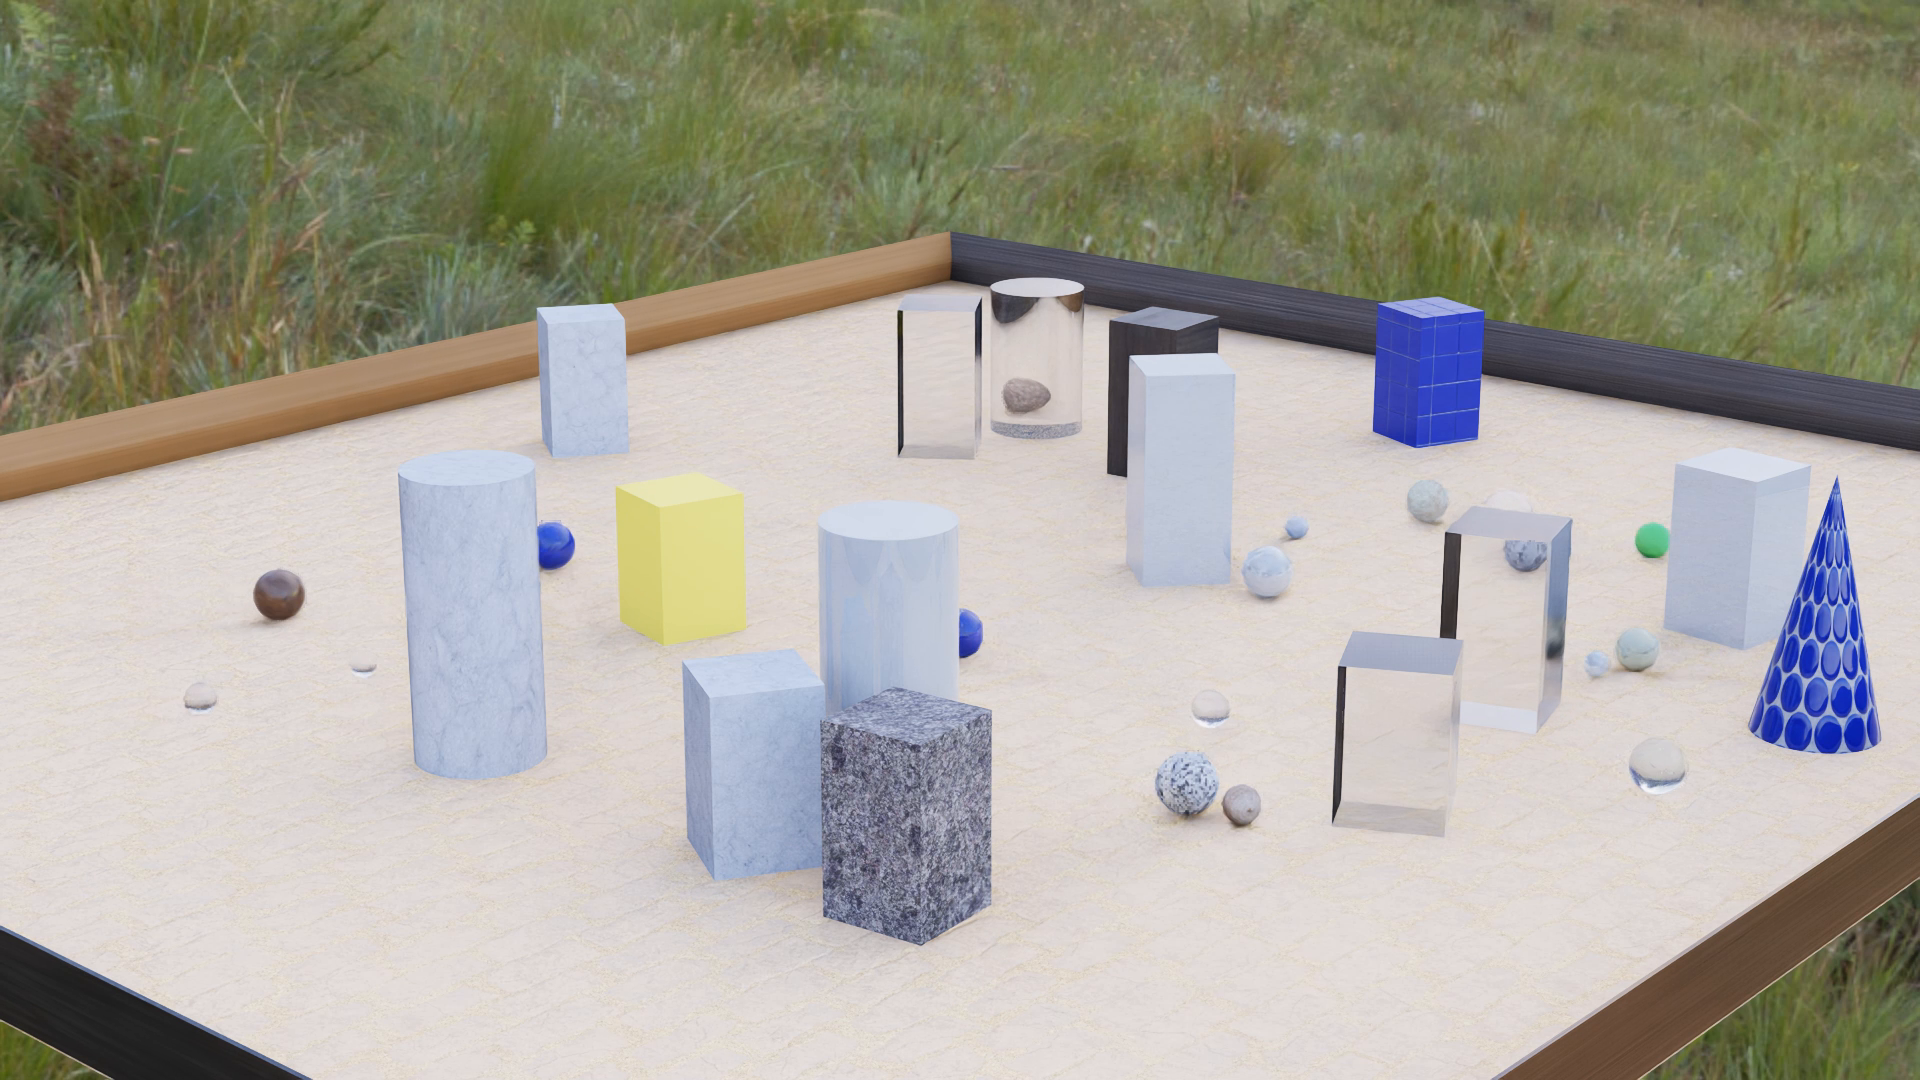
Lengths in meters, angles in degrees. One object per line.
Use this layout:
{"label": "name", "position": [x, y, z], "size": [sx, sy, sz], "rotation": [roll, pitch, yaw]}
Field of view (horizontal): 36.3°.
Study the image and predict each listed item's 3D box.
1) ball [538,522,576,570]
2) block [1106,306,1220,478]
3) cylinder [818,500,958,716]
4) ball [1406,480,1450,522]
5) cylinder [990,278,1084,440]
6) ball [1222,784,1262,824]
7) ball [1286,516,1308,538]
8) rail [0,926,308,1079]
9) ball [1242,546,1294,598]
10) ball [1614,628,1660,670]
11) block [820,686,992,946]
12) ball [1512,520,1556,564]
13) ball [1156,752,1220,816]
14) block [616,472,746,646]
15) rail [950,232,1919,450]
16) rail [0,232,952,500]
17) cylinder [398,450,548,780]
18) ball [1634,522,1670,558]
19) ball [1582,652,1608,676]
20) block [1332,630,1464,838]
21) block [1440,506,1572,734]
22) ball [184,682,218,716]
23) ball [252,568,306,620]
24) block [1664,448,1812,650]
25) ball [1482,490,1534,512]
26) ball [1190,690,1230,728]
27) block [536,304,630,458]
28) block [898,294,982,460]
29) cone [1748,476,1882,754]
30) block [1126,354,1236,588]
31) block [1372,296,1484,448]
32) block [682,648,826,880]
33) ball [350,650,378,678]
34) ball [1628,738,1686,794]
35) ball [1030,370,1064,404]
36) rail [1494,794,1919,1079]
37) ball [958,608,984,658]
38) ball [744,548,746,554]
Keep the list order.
{"label": "ball", "position": [-0.734, 0.010, 5.267], "size": [0.086, 0.086, 0.086], "rotation": [0, 17, 0]}
{"label": "block", "position": [0.405, -0.289, 5.865], "size": [0.158, 0.315, 0.158], "rotation": [12, 20, 34]}
{"label": "cylinder", "position": [-0.100, 0.174, 4.140], "size": [0.197, 0.423, 0.197], "rotation": [0, 17, 0]}
{"label": "ball", "position": [0.887, -0.075, 5.560], "size": [0.080, 0.080, 0.080], "rotation": [0, 17, 0]}
{"label": "cylinder", "position": [0.162, -0.385, 6.202], "size": [0.197, 0.305, 0.197], "rotation": [0, 17, 0]}
{"label": "ball", "position": [0.396, 0.372, 4.121], "size": [0.056, 0.056, 0.056], "rotation": [0, 17, 0]}
{"label": "ball", "position": [0.627, -0.023, 5.455], "size": [0.042, 0.042, 0.042], "rotation": [0, 17, 0]}
{"label": "rail", "position": [-1.313, 0.468, 3.672], "size": [3.587, 0.128, 0.045], "rotation": [14, 22, 39]}
{"label": "ball", "position": [0.536, 0.055, 5.113], "size": [0.090, 0.090, 0.090], "rotation": [0, 17, 0]}
{"label": "ball", "position": [1.095, 0.177, 4.744], "size": [0.070, 0.070, 0.070], "rotation": [0, 17, 0]}
{"label": "block", "position": [-0.069, 0.355, 3.802], "size": [0.158, 0.273, 0.158], "rotation": [11, 20, 33]}
{"label": "ball", "position": [1.038, 0.003, 5.305], "size": [0.078, 0.078, 0.078], "rotation": [0, 17, 0]}
{"label": "ball", "position": [0.322, 0.344, 4.152], "size": [0.090, 0.090, 0.090], "rotation": [0, 17, 0]}
{"label": "block", "position": [-0.470, 0.030, 4.938], "size": [0.158, 0.239, 0.158], "rotation": [-11, 20, -32]}
{"label": "rail", "position": [1.313, -0.404, 6.567], "size": [3.587, 0.128, 0.045], "rotation": [14, 22, 39]}
{"label": "rail", "position": [-1.336, -0.303, 6.231], "size": [0.045, 0.128, 4.052], "rotation": [14, 22, 39]}
{"label": "cylinder", "position": [-0.716, 0.108, 4.319], "size": [0.197, 0.446, 0.197], "rotation": [0, 17, 0]}
{"label": "ball", "position": [1.262, 0.001, 5.338], "size": [0.065, 0.065, 0.065], "rotation": [0, 17, 0]}
{"label": "ball", "position": [1.023, 0.200, 4.718], "size": [0.041, 0.041, 0.041], "rotation": [0, 17, 0]}
{"label": "block", "position": [0.618, 0.272, 4.136], "size": [0.158, 0.239, 0.158], "rotation": [4, 17, 14]}
{"label": "block", "position": [0.839, 0.121, 4.525], "size": [0.158, 0.302, 0.158], "rotation": [8, 18, 24]}
{"label": "ball", "position": [-1.178, 0.246, 4.547], "size": [0.051, 0.051, 0.051], "rotation": [0, 17, 0]}
{"label": "ball", "position": [-1.159, 0.093, 4.991], "size": [0.088, 0.088, 0.088], "rotation": [0, 17, 0]}
{"label": "block", "position": [1.300, 0.013, 4.909], "size": [0.158, 0.289, 0.158], "rotation": [-14, 22, -40]}
{"label": "ball", "position": [1.013, -0.045, 5.429], "size": [0.098, 0.098, 0.098], "rotation": [0, 17, 0]}
{"label": "ball", "position": [0.383, 0.259, 4.489], "size": [0.060, 0.060, 0.060], "rotation": [0, 17, 0]}
{"label": "block", "position": [-0.780, -0.330, 6.061], "size": [0.158, 0.281, 0.158], "rotation": [-5, 17, -15]}
{"label": "block", "position": [-0.041, -0.337, 6.033], "size": [0.158, 0.309, 0.158], "rotation": [2, 17, 5]}
{"label": "cone", "position": [1.307, 0.097, 4.425], "size": [0.197, 0.407, 0.197], "rotation": [0, 17, 0]}
{"label": "block", "position": [0.390, -0.125, 5.204], "size": [0.158, 0.382, 0.158], "rotation": [-2, 17, -7]}
{"label": "block", "position": [0.980, -0.352, 6.143], "size": [0.158, 0.276, 0.158], "rotation": [-8, 19, -26]}
{"label": "block", "position": [-0.280, 0.304, 3.992], "size": [0.158, 0.261, 0.158], "rotation": [-6, 18, -18]}
{"label": "ball", "position": [-0.959, 0.199, 4.714], "size": [0.044, 0.044, 0.044], "rotation": [0, 17, 0]}
{"label": "ball", "position": [1.006, 0.326, 4.228], "size": [0.082, 0.082, 0.082], "rotation": [0, 17, 0]}
{"label": "ball", "position": [0.189, -0.334, 6.430], "size": [0.076, 0.076, 0.076], "rotation": [0, 17, 0]}
{"label": "rail", "position": [1.336, 0.367, 4.009], "size": [0.045, 0.128, 4.052], "rotation": [14, 22, 39]}
{"label": "ball", "position": [-0.002, 0.152, 4.800], "size": [0.084, 0.084, 0.084], "rotation": [0, 17, 0]}
{"label": "ball", "position": [-0.409, 0.020, 5.313], "size": [0.042, 0.042, 0.042], "rotation": [0, 17, 0]}
